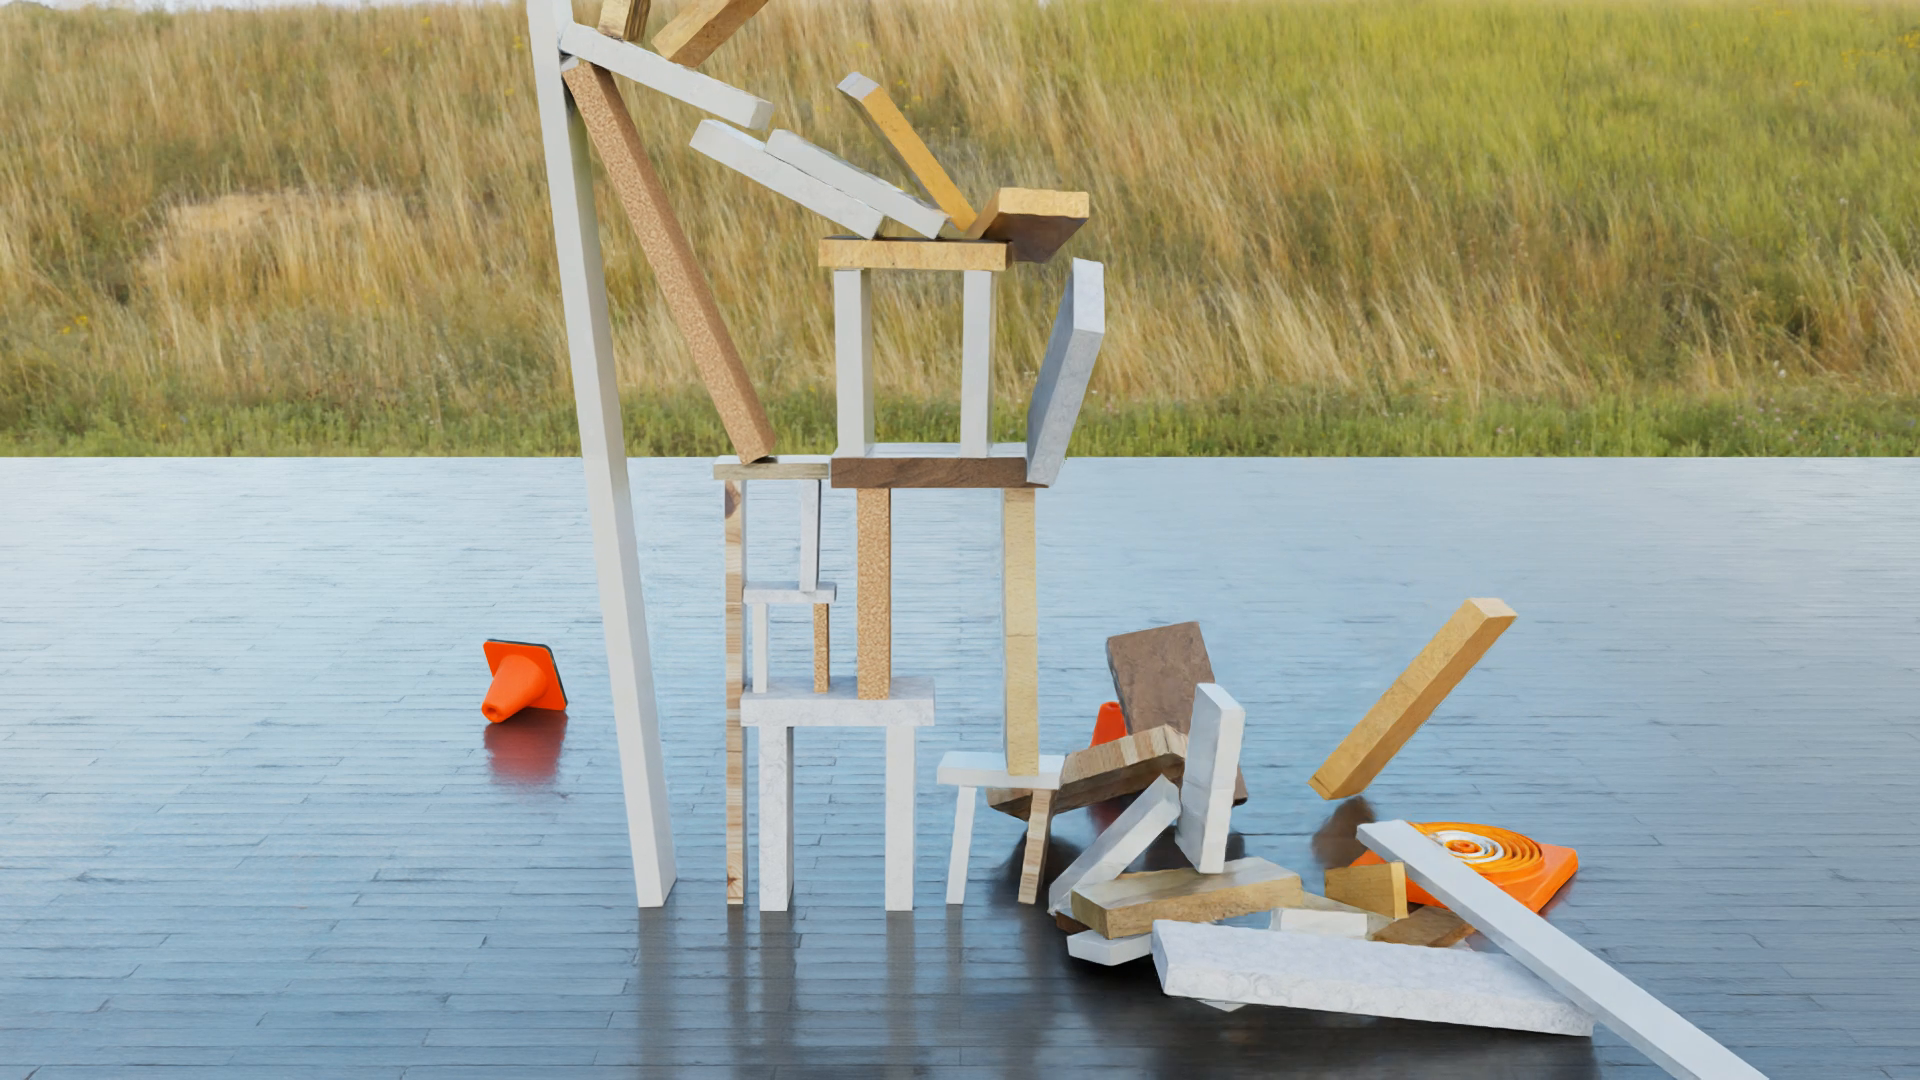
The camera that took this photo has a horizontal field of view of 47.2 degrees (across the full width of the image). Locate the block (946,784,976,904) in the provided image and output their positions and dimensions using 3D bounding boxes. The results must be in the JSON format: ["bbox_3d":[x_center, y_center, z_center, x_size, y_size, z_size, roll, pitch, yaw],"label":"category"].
[{"bbox_3d":[0.003,0.491,3.649,0.028,0.200,0.100,7,11,1],"label":"block"}]

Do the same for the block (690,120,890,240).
[{"bbox_3d":[-0.261,-0.567,3.460,0.315,0.045,0.158,27,11,-1],"label":"block"}]

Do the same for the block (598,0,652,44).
[{"bbox_3d":[-0.494,-0.915,3.399,0.040,0.282,0.141,15,10,1],"label":"block"}]

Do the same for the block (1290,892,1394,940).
[{"bbox_3d":[0.583,0.604,3.428,0.172,0.024,0.086,11,41,45],"label":"block"}]

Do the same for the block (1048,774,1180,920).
[{"bbox_3d":[0.248,0.500,3.549,0.038,0.266,0.133,43,11,-4],"label":"block"}]

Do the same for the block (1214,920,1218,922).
[{"bbox_3d":[0.347,0.607,3.501,0.096,0.027,0.193,4,11,21],"label":"block"}]

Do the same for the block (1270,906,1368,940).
[{"bbox_3d":[0.534,0.596,3.285,0.172,0.086,0.024,10,-8,-33],"label":"block"}]

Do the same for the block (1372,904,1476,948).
[{"bbox_3d":[0.713,0.603,3.376,0.085,0.024,0.169,9,14,40],"label":"block"}]

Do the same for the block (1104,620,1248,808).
[{"bbox_3d":[0.400,0.336,4.097,0.177,0.355,0.050,-10,-22,-9],"label":"block"}]

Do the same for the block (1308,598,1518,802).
[{"bbox_3d":[0.839,0.295,4.082,0.050,0.461,0.177,46,21,23],"label":"block"}]

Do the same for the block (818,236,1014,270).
[{"bbox_3d":[-0.067,-0.452,3.460,0.291,0.041,0.145,2,10,6],"label":"block"}]

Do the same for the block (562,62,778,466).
[{"bbox_3d":[-0.453,-0.438,3.487,0.045,0.661,0.158,-23,9,5],"label":"block"}]

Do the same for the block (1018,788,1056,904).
[{"bbox_3d":[0.130,0.491,3.647,0.028,0.200,0.100,9,12,8],"label":"block"}]

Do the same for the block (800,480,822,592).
[{"bbox_3d":[-0.241,-0.015,3.553,0.026,0.182,0.091,2,11,-1],"label":"block"}]

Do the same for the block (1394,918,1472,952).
[{"bbox_3d":[0.724,0.629,3.380,0.103,0.029,0.206,0,11,-1],"label":"block"}]

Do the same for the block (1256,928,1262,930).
[{"bbox_3d":[0.381,0.616,3.289,0.086,0.024,0.172,-7,2,29],"label":"block"}]

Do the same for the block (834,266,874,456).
[{"bbox_3d":[-0.168,-0.287,3.501,0.041,0.291,0.145,0,10,4],"label":"block"}]

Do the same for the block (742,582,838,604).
[{"bbox_3d":[-0.276,0.085,3.574,0.148,0.021,0.074,0,11,0],"label":"block"}]

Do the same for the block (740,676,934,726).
[{"bbox_3d":[-0.197,0.263,3.604,0.310,0.044,0.155,0,11,0],"label":"block"}]

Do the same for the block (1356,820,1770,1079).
[{"bbox_3d":[0.908,0.639,3.016,0.085,0.024,1.279,-4,17,-20],"label":"block"}]

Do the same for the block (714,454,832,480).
[{"bbox_3d":[-0.300,-0.117,3.535,0.182,0.026,0.091,0,11,1],"label":"block"}]

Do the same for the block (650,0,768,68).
[{"bbox_3d":[-0.341,-0.841,3.388,0.279,0.040,0.139,-40,-2,13],"label":"block"}]

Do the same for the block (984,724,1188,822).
[{"bbox_3d":[0.242,0.419,3.915,0.355,0.050,0.177,-19,-23,21],"label":"block"}]

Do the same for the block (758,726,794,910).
[{"bbox_3d":[-0.303,0.438,3.636,0.044,0.311,0.155,1,11,0],"label":"block"}]

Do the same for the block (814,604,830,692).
[{"bbox_3d":[-0.226,0.168,3.589,0.021,0.149,0.074,0,11,0],"label":"block"}]

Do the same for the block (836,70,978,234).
[{"bbox_3d":[-0.085,-0.630,3.570,0.040,0.279,0.140,-40,28,-1],"label":"block"}]

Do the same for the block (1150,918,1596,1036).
[{"bbox_3d":[0.585,0.624,3.141,0.609,0.045,0.159,6,13,-4],"label":"block"}]

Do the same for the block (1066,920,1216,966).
[{"bbox_3d":[0.276,0.600,3.341,0.206,0.029,0.103,-10,6,-34],"label":"block"}]

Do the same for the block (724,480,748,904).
[{"bbox_3d":[-0.366,0.243,3.601,0.026,0.706,0.091,1,10,0],"label":"block"}]

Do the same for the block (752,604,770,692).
[{"bbox_3d":[-0.324,0.168,3.590,0.021,0.148,0.074,1,11,0],"label":"block"}]

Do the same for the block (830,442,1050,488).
[{"bbox_3d":[-0.028,-0.121,3.531,0.343,0.049,0.171,0,10,2],"label":"block"}]

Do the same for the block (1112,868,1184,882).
[{"bbox_3d":[0.299,0.580,3.645,0.193,0.027,0.096,-3,11,-15],"label":"block"}]

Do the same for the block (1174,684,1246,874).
[{"bbox_3d":[0.391,0.372,3.447,0.038,0.265,0.133,4,13,-12],"label":"block"}]

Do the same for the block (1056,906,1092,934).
[{"bbox_3d":[0.259,0.588,3.467,0.193,0.027,0.096,-9,10,-27],"label":"block"}]

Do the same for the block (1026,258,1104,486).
[{"bbox_3d":[0.158,-0.251,3.331,0.045,0.319,0.159,9,46,-7],"label":"block"}]

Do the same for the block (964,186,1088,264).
[{"bbox_3d":[0.102,-0.501,3.516,0.140,0.040,0.304,2,-6,-10],"label":"block"}]

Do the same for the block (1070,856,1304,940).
[{"bbox_3d":[0.348,0.549,3.391,0.319,0.045,0.159,-7,5,-16],"label":"block"}]

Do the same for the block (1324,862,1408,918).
[{"bbox_3d":[0.638,0.556,3.466,0.024,0.085,0.169,3,-13,-28],"label":"block"}]

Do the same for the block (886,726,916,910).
[{"bbox_3d":[-0.097,0.438,3.637,0.044,0.311,0.155,1,11,1],"label":"block"}]

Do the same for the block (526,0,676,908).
[{"bbox_3d":[-0.583,-0.255,3.519,0.040,1.719,0.141,-5,10,3],"label":"block"}]

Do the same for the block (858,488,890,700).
[{"bbox_3d":[-0.139,0.072,3.576,0.049,0.343,0.171,0,10,0],"label":"block"}]

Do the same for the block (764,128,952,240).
[{"bbox_3d":[-0.158,-0.559,3.451,0.297,0.038,0.133,28,11,-1],"label":"block"}]

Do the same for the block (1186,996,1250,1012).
[{"bbox_3d":[0.426,0.648,3.279,0.206,0.029,0.103,-10,15,-43],"label":"block"}]

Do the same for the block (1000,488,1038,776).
[{"bbox_3d":[0.096,0.133,3.577,0.049,0.469,0.171,-1,10,-1],"label":"block"}]

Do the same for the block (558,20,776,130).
[{"bbox_3d":[-0.453,-0.722,3.428,0.315,0.045,0.158,23,10,1],"label":"block"}]

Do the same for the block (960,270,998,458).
[{"bbox_3d":[0.030,-0.284,3.478,0.041,0.291,0.145,2,11,5],"label":"block"}]

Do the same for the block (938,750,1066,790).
[{"bbox_3d":[0.070,0.378,3.622,0.200,0.028,0.100,2,10,8],"label":"block"}]
